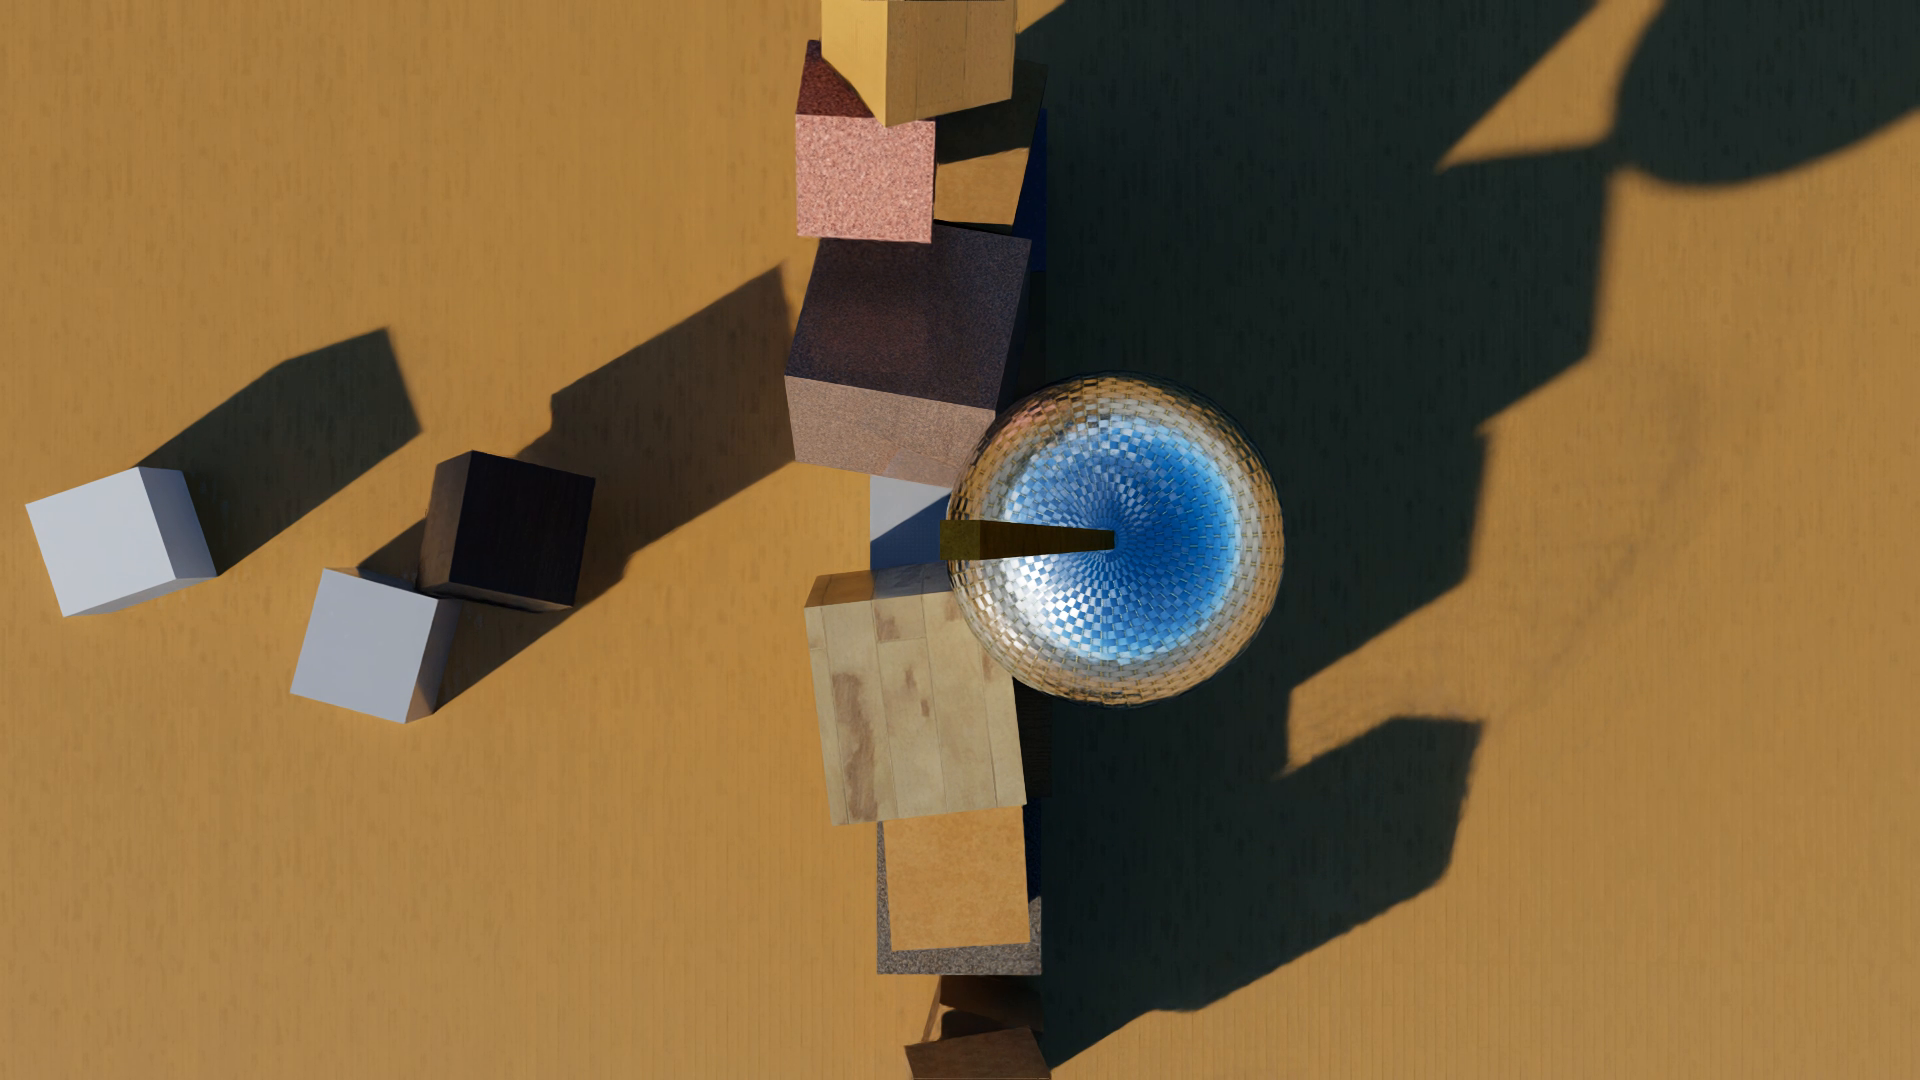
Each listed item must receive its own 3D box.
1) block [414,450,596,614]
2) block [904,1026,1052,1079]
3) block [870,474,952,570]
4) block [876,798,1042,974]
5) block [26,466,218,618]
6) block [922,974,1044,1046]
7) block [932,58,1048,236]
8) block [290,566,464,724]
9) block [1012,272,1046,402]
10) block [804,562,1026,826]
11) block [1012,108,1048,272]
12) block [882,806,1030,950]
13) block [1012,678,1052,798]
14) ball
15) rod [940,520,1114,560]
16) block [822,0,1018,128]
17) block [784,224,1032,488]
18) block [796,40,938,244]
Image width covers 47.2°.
[{"bbox_3d":[-2.584,-0.032,12.472,0.723,0.684,0.739,13,79,-28],"label":"block"},{"bbox_3d":[0.136,3.221,11.937,0.712,0.811,0.769,-7,104,-8],"label":"block"},{"bbox_3d":[-0.003,-0.158,12.453,0.967,1.095,1.020,0,90,0],"label":"block"},{"bbox_3d":[-0.006,1.908,12.565,0.905,0.869,0.977,0,90,0],"label":"block"},{"bbox_3d":[-4.808,0.010,12.651,0.664,0.698,0.665,-19,90,0],"label":"block"},{"bbox_3d":[0.094,2.940,12.649,0.601,0.587,0.659,16,100,-1],"label":"block"},{"bbox_3d":[-0.031,-2.109,11.793,0.807,0.784,0.906,13,90,0],"label":"block"},{"bbox_3d":[-3.346,0.596,12.673,0.667,0.655,0.726,15,90,0],"label":"block"},{"bbox_3d":[0.007,-1.084,12.608,0.944,0.784,0.818,0,90,0],"label":"block"},{"bbox_3d":[-0.219,0.759,11.456,0.986,1.006,1.121,-7,98,1],"label":"block"},{"bbox_3d":[-0.012,-1.944,12.593,0.985,0.815,0.900,0,90,0],"label":"block"},{"bbox_3d":[-0.018,1.698,11.749,0.724,0.656,0.767,-4,98,0],"label":"block"},{"bbox_3d":[-0.019,0.894,12.520,1.050,0.960,1.032,0,90,0],"label":"block"},{"bbox_3d":[0.723,0.000,10.302,1.600,1.600,1.600,0,90,0],"label":"ball"},{"bbox_3d":[0.313,0.000,6.927,0.080,5.200,0.080,0,90,7],"label":"rod"},{"bbox_3d":[-0.202,-2.526,10.455,0.676,0.747,0.716,-17,45,-21],"label":"block"},{"bbox_3d":[-0.253,-0.984,11.559,1.073,0.900,1.035,10,64,5],"label":"block"},{"bbox_3d":[-0.449,-1.978,10.904,0.663,0.717,0.687,3,131,0],"label":"block"}]
